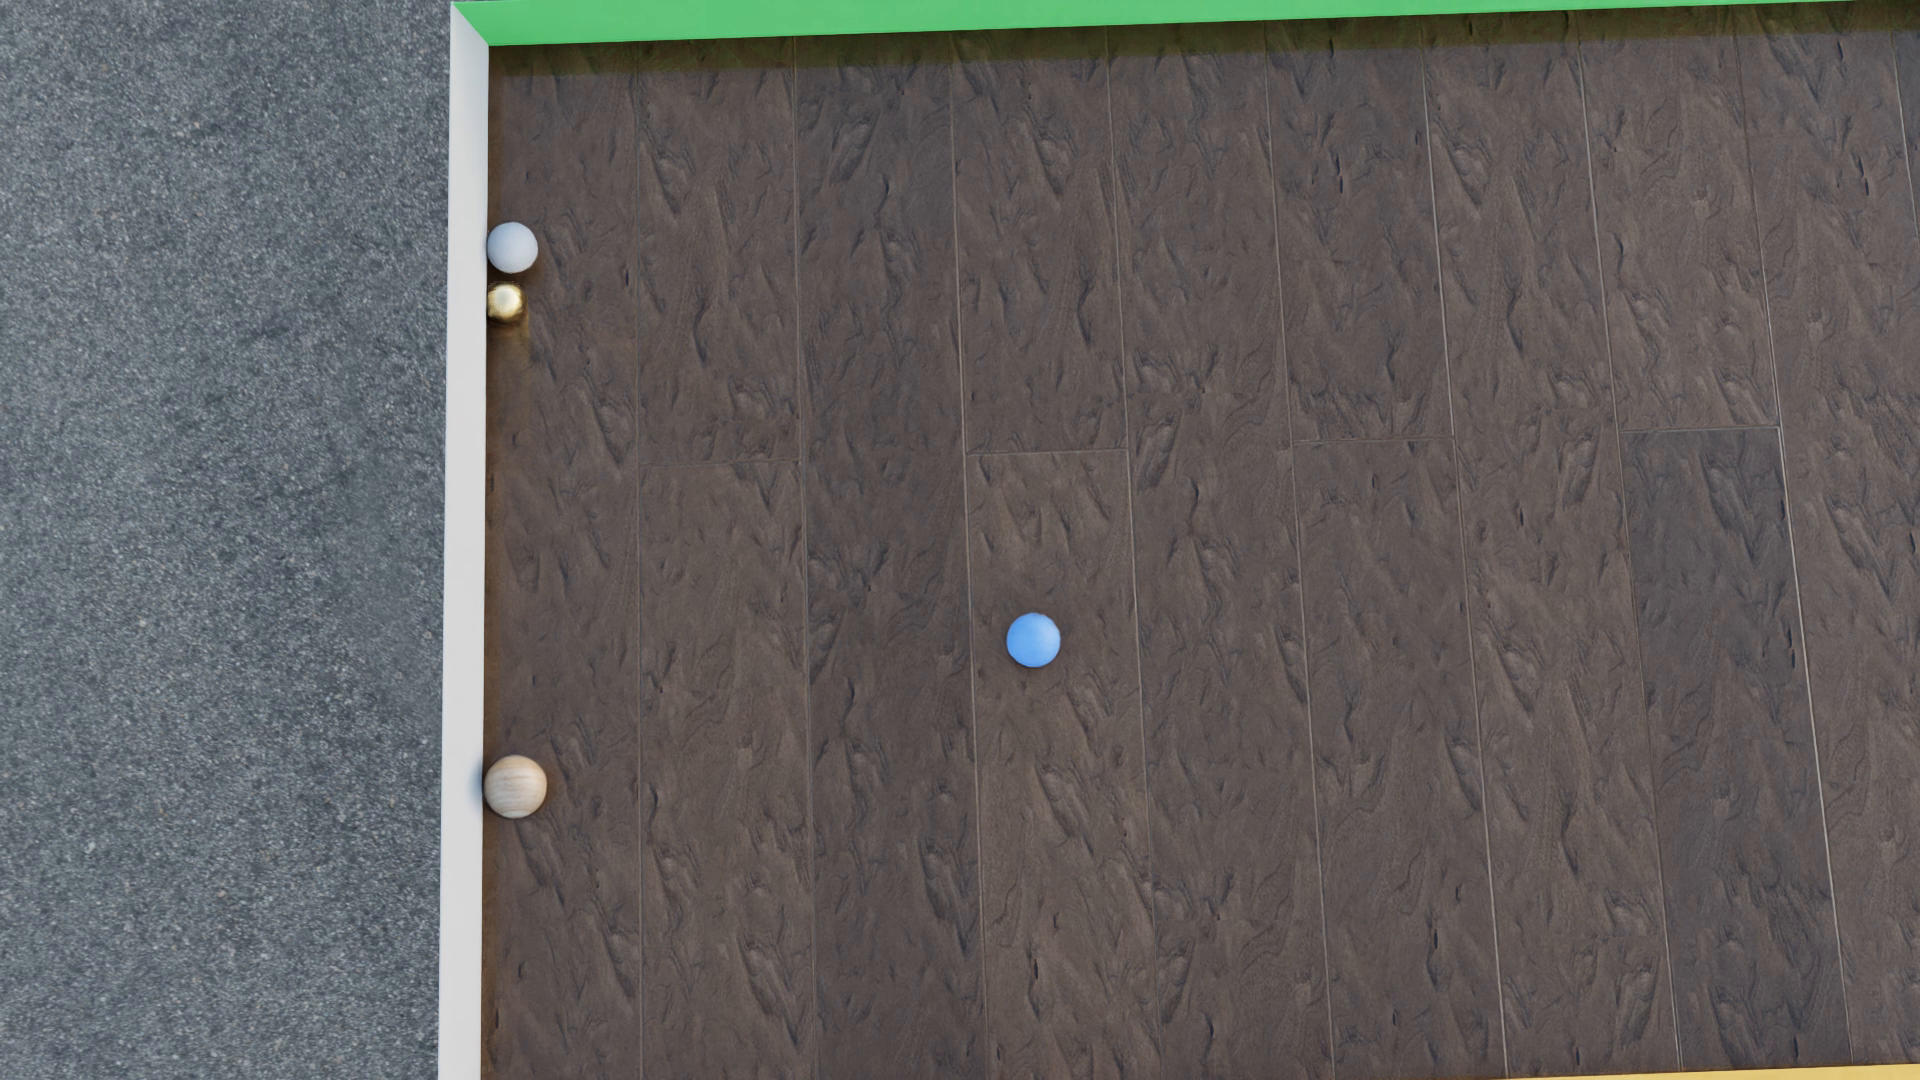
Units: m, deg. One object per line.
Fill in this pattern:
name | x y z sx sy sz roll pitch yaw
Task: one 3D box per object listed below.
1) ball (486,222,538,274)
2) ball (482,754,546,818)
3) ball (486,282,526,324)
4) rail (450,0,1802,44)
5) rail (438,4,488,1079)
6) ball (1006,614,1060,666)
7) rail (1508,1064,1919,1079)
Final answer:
ball | -0.690 -0.451 3.391 0.078 0.078 0.078 0 78 0
ball | -0.651 0.361 3.216 0.092 0.092 0.092 0 78 0
ball | -0.700 -0.364 3.380 0.065 0.065 0.065 0 78 0
rail | 0.724 -0.847 3.451 3.018 0.120 0.045 -2 78 0
rail | -0.730 0.022 3.271 0.045 0.120 1.716 -2 78 0
ball | 0.109 0.149 3.266 0.080 0.080 0.080 0 78 0
rail | 0.784 0.786 3.113 3.018 0.120 0.045 -2 78 0
